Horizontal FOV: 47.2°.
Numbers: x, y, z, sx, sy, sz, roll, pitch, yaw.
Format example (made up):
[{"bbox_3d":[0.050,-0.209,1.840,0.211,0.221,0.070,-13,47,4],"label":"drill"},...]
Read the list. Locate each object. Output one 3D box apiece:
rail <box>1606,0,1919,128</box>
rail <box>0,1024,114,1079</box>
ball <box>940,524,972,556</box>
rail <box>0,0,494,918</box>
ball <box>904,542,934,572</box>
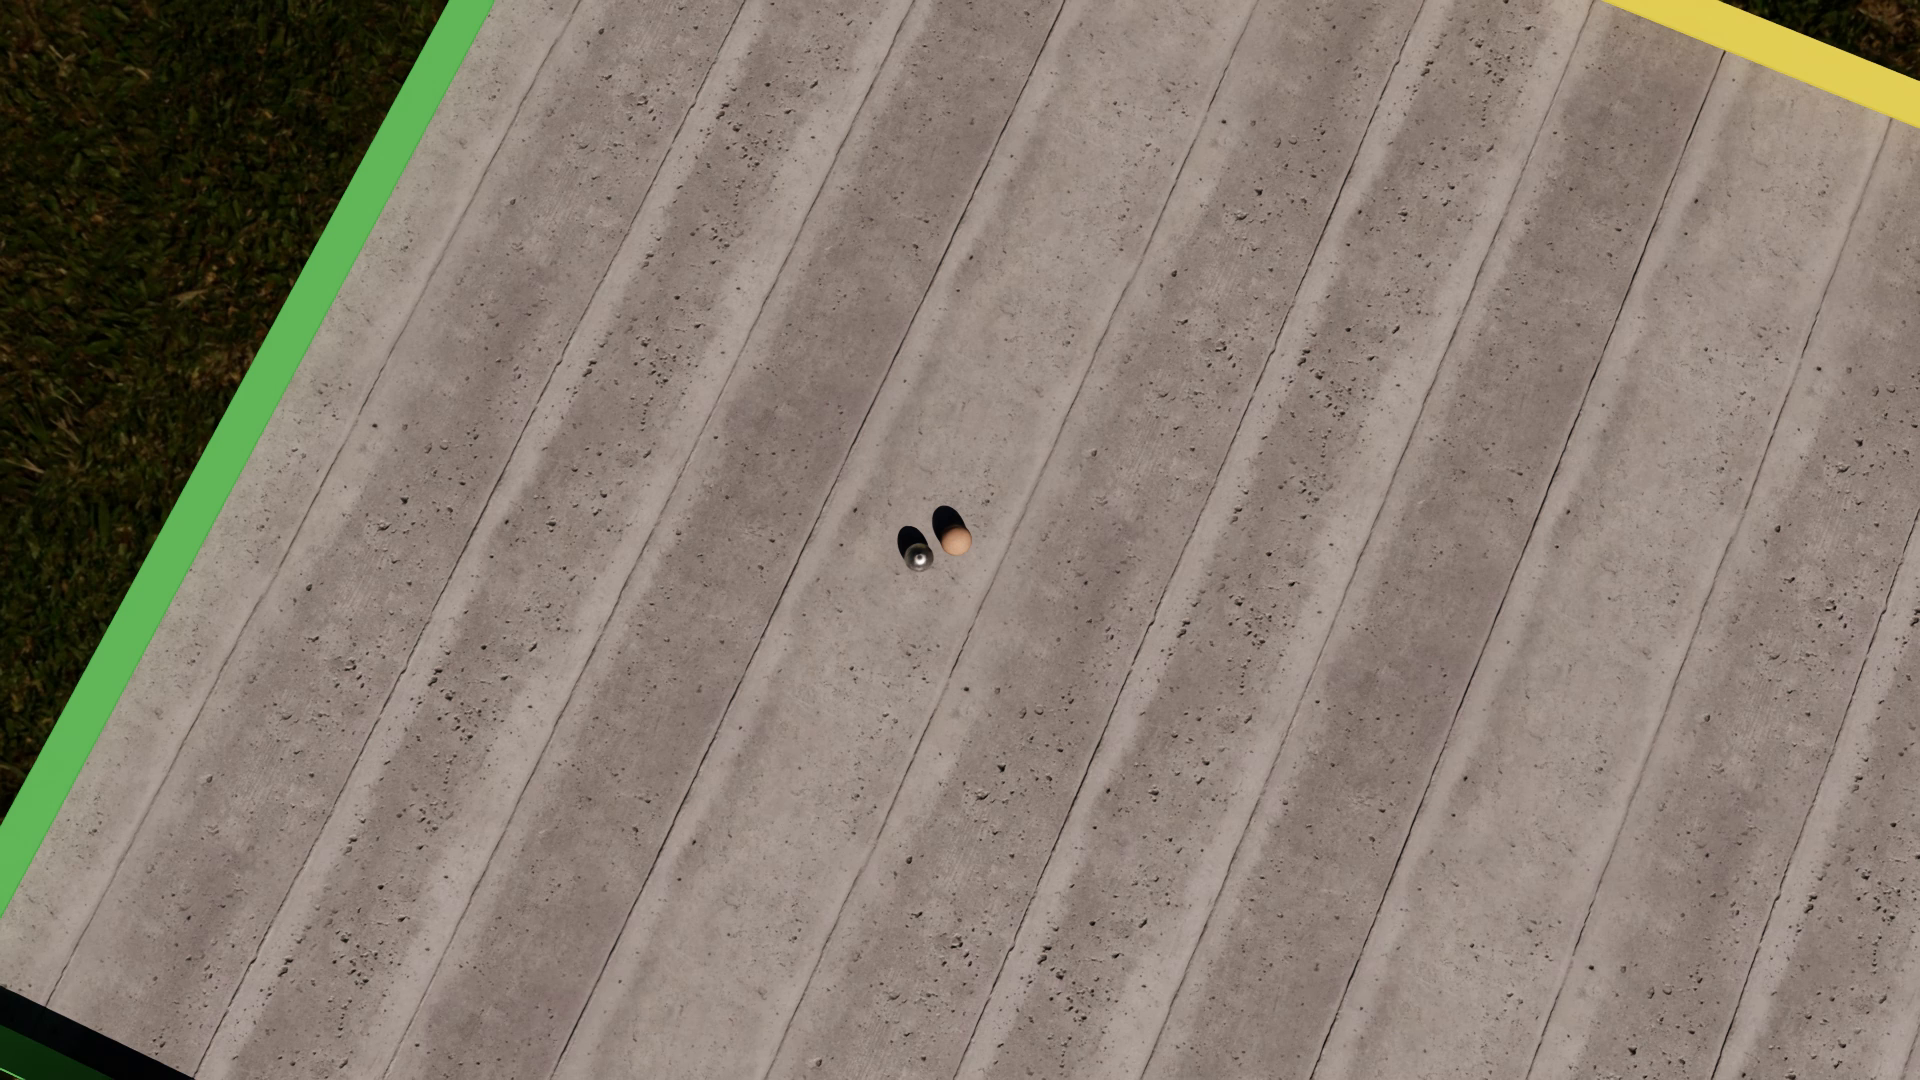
[{"bbox_3d":[1.491,-0.676,3.452,4.313,0.097,0.045,24,78,5],"label":"rail"},{"bbox_3d":[0.475,1.527,2.956,4.313,0.097,0.045,24,78,5],"label":"rail"},{"bbox_3d":[-0.006,0.000,3.326,0.048,0.048,0.048,0,77,0],"label":"ball"},{"bbox_3d":[-0.962,-0.428,3.396,0.045,0.097,2.524,24,78,5],"label":"rail"},{"bbox_3d":[-0.062,0.027,3.321,0.045,0.045,0.045,0,77,0],"label":"ball"}]
